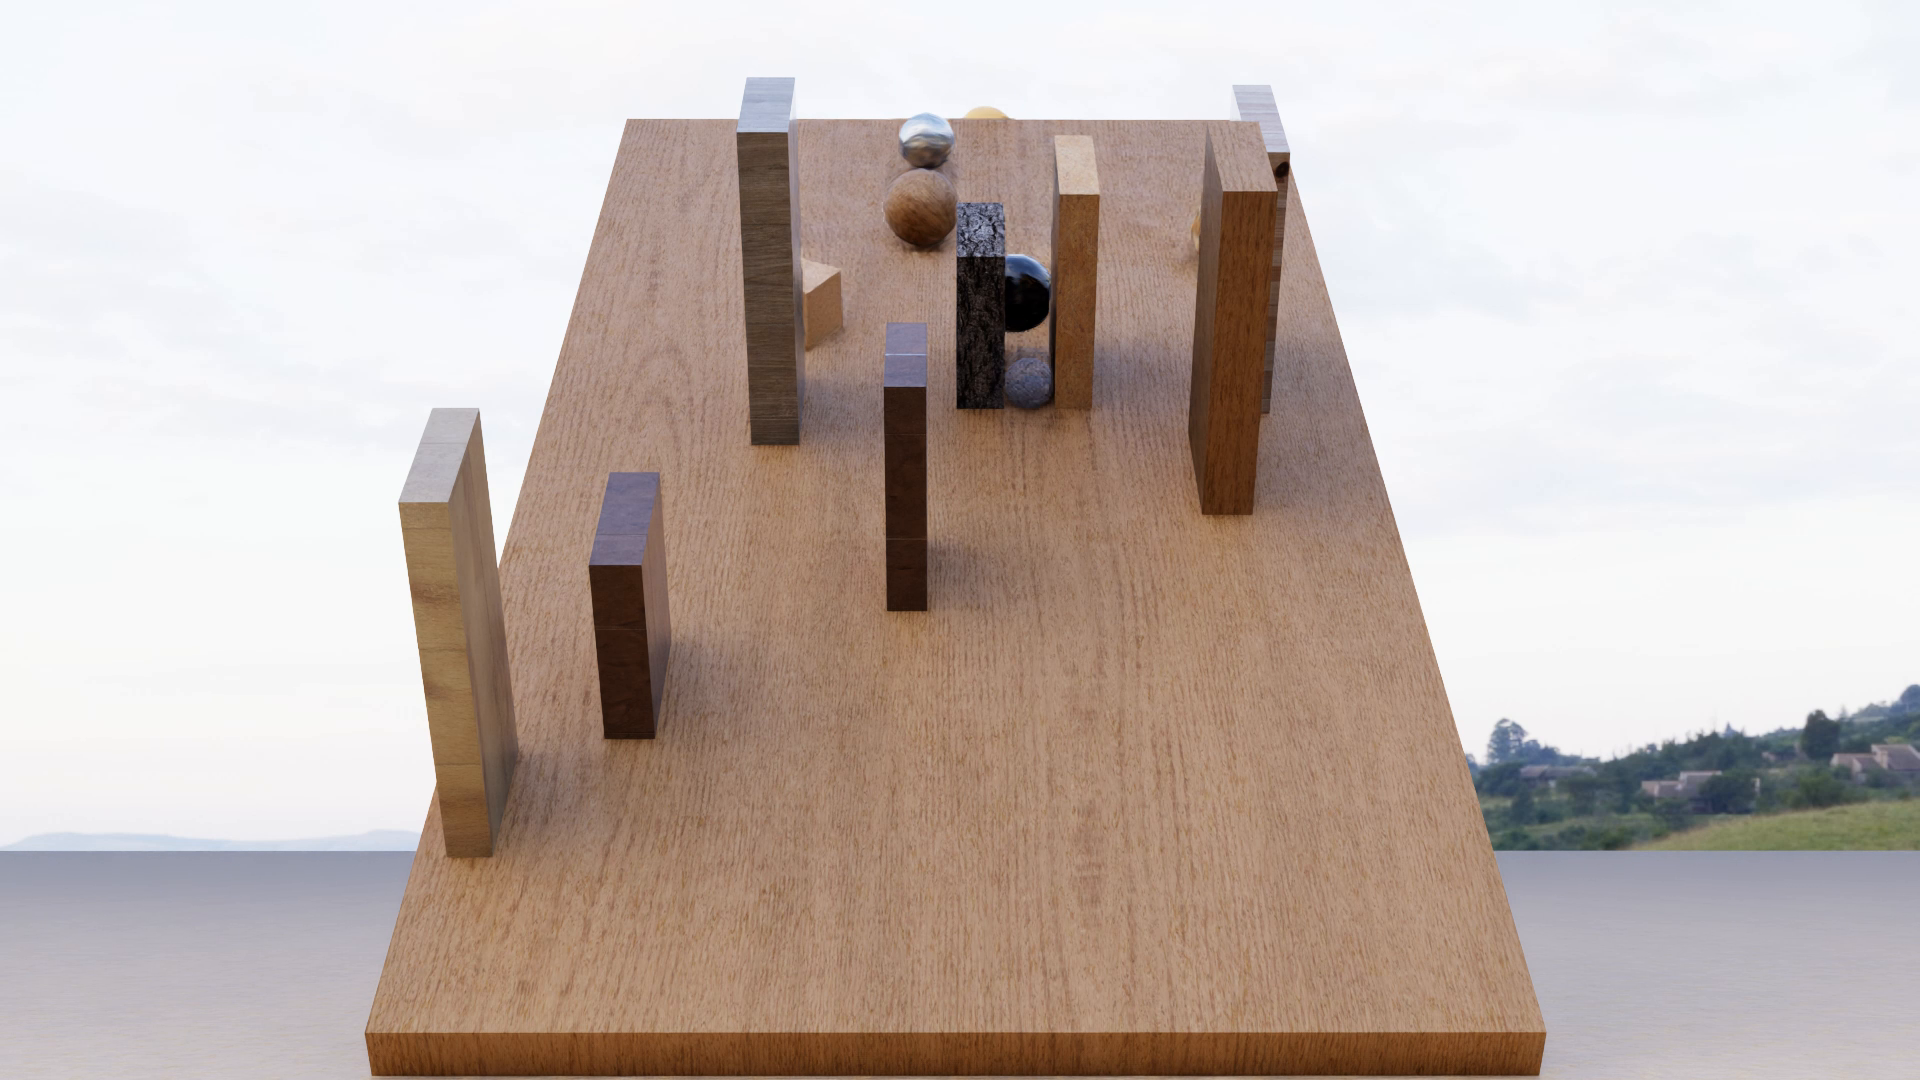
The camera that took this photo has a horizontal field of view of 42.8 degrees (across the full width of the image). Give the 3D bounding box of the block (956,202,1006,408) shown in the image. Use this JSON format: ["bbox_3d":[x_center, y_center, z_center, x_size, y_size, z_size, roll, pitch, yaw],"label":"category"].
[{"bbox_3d":[0.049,-0.575,5.997,0.115,0.409,0.306,0,32,0],"label":"block"}]

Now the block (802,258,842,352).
[{"bbox_3d":[-0.416,-0.607,6.274,0.165,0.165,0.165,17,36,24],"label":"block"}]

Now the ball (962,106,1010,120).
[{"bbox_3d":[0.079,-1.264,7.656,0.185,0.185,0.185,0,-7,0],"label":"ball"}]

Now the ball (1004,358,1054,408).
[{"bbox_3d":[0.168,-0.382,5.960,0.123,0.123,0.123,0,-7,0],"label":"ball"}]

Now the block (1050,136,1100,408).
[{"bbox_3d":[0.276,-0.654,5.976,0.093,0.568,0.349,0,32,0],"label":"block"}]

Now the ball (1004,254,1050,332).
[{"bbox_3d":[0.142,-0.630,6.256,0.200,0.200,0.200,0,-7,0],"label":"ball"}]

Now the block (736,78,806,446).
[{"bbox_3d":[-0.439,-0.650,5.749,0.114,0.796,0.327,0,32,0],"label":"block"}]

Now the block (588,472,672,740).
[{"bbox_3d":[-0.652,0.129,4.873,0.100,0.409,0.344,0,32,0],"label":"block"}]

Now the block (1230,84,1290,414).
[{"bbox_3d":[0.707,-0.708,5.955,0.094,0.683,0.414,0,32,0],"label":"block"}]

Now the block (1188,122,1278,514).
[{"bbox_3d":[0.608,-0.495,5.510,0.115,0.797,0.378,0,32,0],"label":"block"}]

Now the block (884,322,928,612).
[{"bbox_3d":[-0.113,-0.154,5.198,0.086,0.544,0.283,0,32,0],"label":"block"}]

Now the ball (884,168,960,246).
[{"bbox_3d":[-0.105,-0.914,6.724,0.209,0.209,0.209,0,-7,0],"label":"ball"}]

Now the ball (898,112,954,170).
[{"bbox_3d":[-0.098,-1.169,7.171,0.164,0.164,0.164,0,-7,0],"label":"ball"}]

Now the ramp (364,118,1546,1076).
[{"bbox_3d":[-0.015,-0.189,5.860,2.000,0.100,4.000,0,32,0],"label":"ramp"}]

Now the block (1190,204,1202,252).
[{"bbox_3d":[0.735,-0.855,6.634,0.156,0.156,0.156,17,28,-12],"label":"block"}]

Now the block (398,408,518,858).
[{"bbox_3d":[-0.906,0.174,4.460,0.084,0.768,0.328,0,32,0],"label":"block"}]
